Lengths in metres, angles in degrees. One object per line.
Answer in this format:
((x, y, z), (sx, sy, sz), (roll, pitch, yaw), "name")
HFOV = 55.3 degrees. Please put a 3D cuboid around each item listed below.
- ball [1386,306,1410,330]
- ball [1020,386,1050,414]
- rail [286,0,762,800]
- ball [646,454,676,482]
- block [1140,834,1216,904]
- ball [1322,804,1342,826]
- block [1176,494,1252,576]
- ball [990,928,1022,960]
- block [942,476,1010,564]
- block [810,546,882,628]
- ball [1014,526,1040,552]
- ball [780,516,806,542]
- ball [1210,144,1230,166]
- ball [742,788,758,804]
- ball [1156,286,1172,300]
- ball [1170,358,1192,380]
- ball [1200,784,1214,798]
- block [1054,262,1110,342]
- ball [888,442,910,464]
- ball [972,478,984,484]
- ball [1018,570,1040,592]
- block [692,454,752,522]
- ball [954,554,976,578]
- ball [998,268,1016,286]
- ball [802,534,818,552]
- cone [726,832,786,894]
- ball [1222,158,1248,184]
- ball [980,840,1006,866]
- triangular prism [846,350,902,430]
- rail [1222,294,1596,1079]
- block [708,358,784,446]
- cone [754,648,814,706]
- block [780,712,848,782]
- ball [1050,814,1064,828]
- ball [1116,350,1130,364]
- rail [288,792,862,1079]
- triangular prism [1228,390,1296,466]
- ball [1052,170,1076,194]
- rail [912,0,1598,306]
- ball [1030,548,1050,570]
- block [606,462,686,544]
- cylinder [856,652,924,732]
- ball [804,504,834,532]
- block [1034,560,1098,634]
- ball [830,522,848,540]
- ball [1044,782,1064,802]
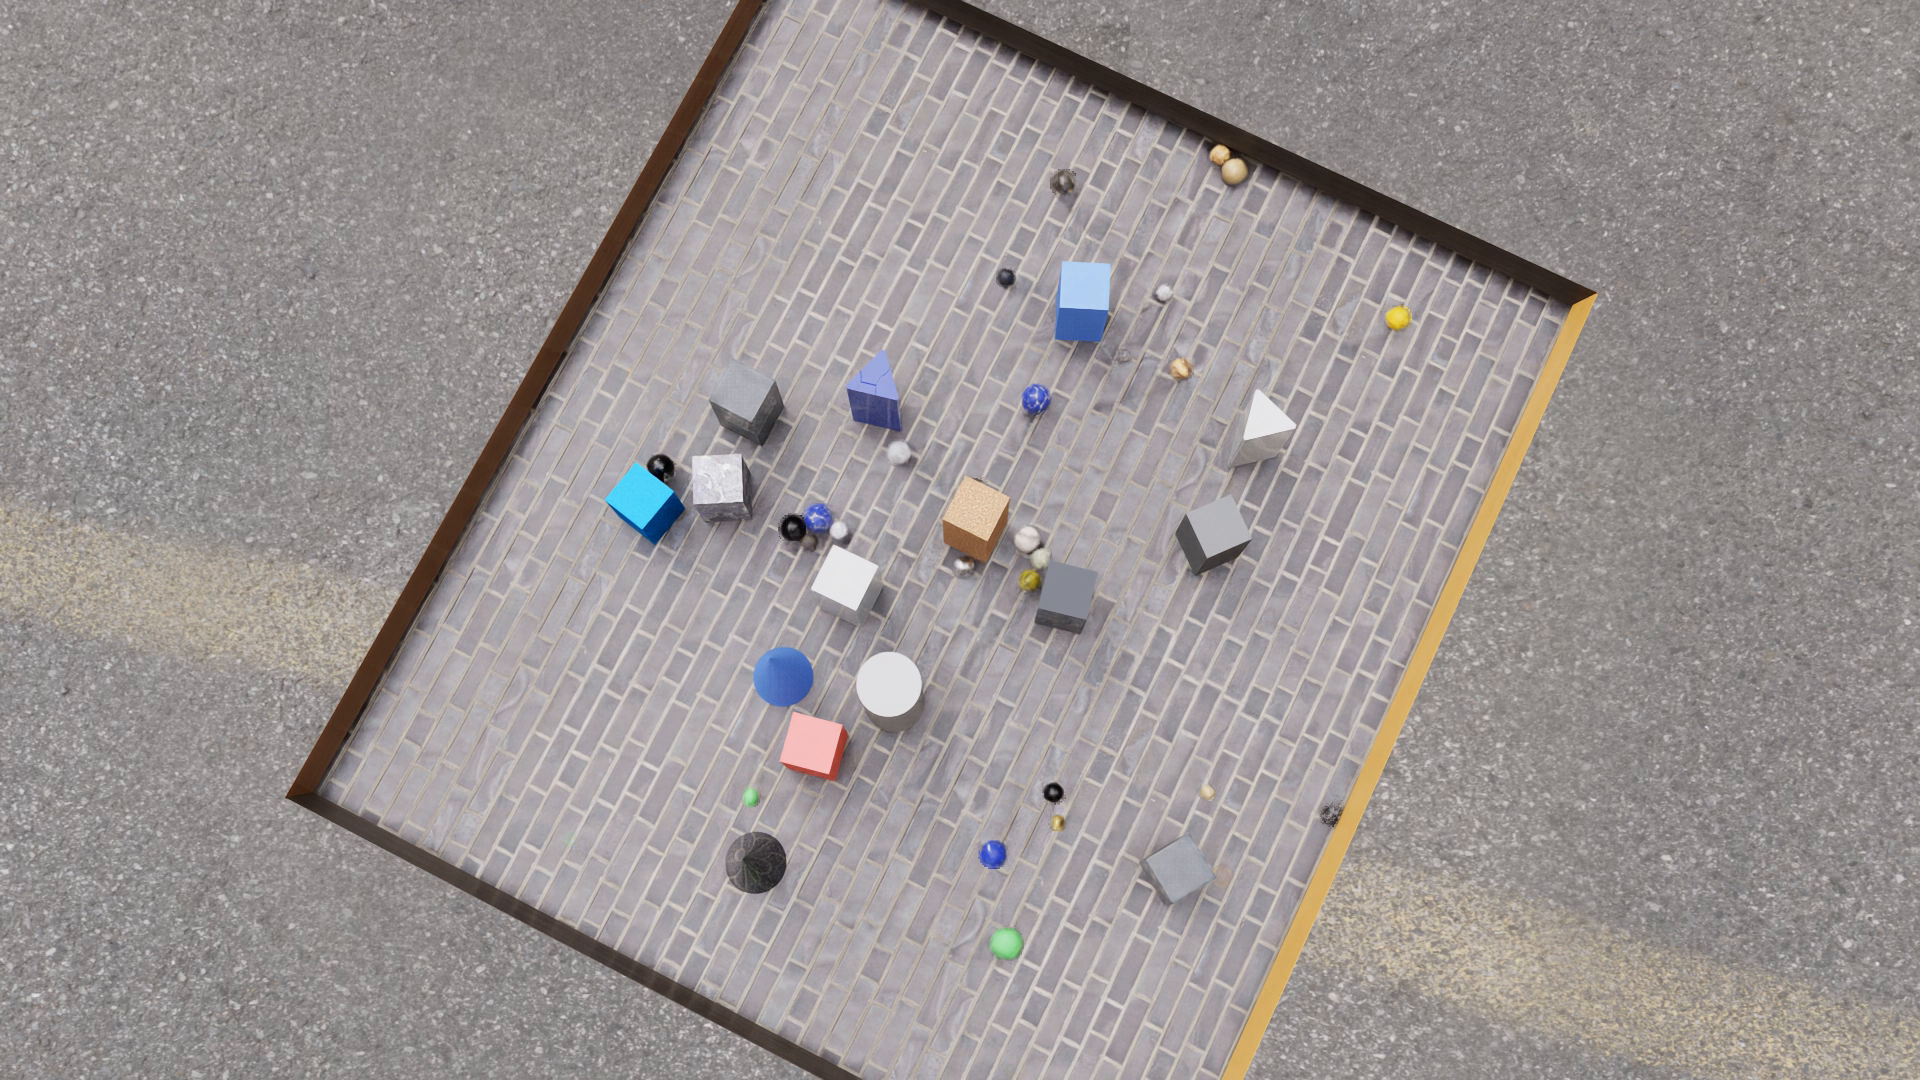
((1.366, -0.692, 5.722), (0.072, 0.072, 0.072), (0, 78, 0), "ball")
((0.233, -0.433, 5.660), (0.090, 0.090, 0.090), (0, 78, 0), "ball")
((-1.245, -0.603, 5.680), (0.045, 0.118, 3.145), (26, 80, 5), "rail")
((-0.918, -0.219, 5.617), (0.087, 0.087, 0.087), (0, 78, 0), "ball")
((0.627, 0.954, 5.305), (0.145, 0.224, 0.145), (-30, 80, -6), "block")
((1.100, 0.812, 5.416), (0.063, 0.063, 0.063), (0, 78, 0), "ball")
((0.755, -0.012, 5.474), (0.145, 0.283, 0.145), (-23, 79, -5), "block")
((0.132, 1.173, 5.327), (0.091, 0.091, 0.091), (0, 78, 0), "ball")
((0.047, -0.058, 5.456), (0.145, 0.337, 0.145), (26, 80, 5), "block")
((-0.331, 0.140, 5.421), (0.145, 0.325, 0.145), (25, 79, 5), "block")
((0.204, -0.001, 5.576), (0.079, 0.079, 0.079), (0, 78, 0), "ball")
((-0.508, -0.035, 5.583), (0.080, 0.080, 0.080), (0, 78, 0), "ball")
((0.827, -1.225, 5.836), (0.065, 0.065, 0.065), (0, 78, 0), "ball")
((-0.620, 0.760, 5.435), (0.047, 0.047, 0.047), (0, 78, 0), "ball")
((0.640, -0.776, 5.753), (0.047, 0.047, 0.047), (0, 78, 0), "ball")
((0.685, -0.531, 5.692), (0.067, 0.067, 0.067), (0, 78, 0), "ball")
((0.734, 0.747, 5.441), (0.041, 0.041, 0.041), (0, 78, 0), "ball")
((0.373, -0.727, 5.610), (0.145, 0.307, 0.145), (3, 78, 1), "block")
((-0.187, -0.268, 5.635), (0.071, 0.071, 0.071), (0, 78, 0), "ball")
((0.046, -0.155, 5.612), (0.071, 0.071, 0.071), (0, 78, 0), "ball")
((0.209, 0.123, 5.557), (0.067, 0.067, 0.067), (0, 78, 0), "ball")
((-0.714, -0.154, 5.520), (0.145, 0.251, 0.145), (-3, 78, -1), "block")
((0.014, 0.080, 5.564), (0.070, 0.070, 0.070), (0, 78, 0), "ball")
((0.146, -0.826, 5.758), (0.056, 0.056, 0.056), (0, 78, 0), "ball")
((-0.457, 0.009, 5.588), (0.053, 0.053, 0.053), (0, 78, 0), "ball")
((-0.604, 0.920, 5.254), (0.182, 0.337, 0.182), (0, 78, 0), "cone")
((0.873, -1.170, 5.816), (0.082, 0.082, 0.082), (0, 78, 0), "ball")
((0.099, 0.921, 5.387), (0.077, 0.077, 0.077), (0, 78, 0), "ball")
((-0.240, -0.457, 5.531), (0.157, 0.353, 0.136), (14, 79, 3), "triangular prism")
((1.245, 0.616, 5.428), (0.045, 0.118, 3.145), (26, 80, 5), "rail")
((-0.644, -0.414, 5.556), (0.145, 0.286, 0.145), (27, 80, 5), "block")
((-0.533, 0.372, 5.332), (0.182, 0.406, 0.182), (0, 78, 0), "cone")
((-0.424, 0.606, 5.350), (0.145, 0.276, 0.145), (14, 79, 3), "block")
((0.290, 0.833, 5.423), (0.042, 0.042, 0.042), (0, 78, 0), "ball")
((0.509, -0.570, 5.713), (0.041, 0.041, 0.041), (0, 78, 0), "ball")
((-0.693, 1.363, 5.273), (2.831, 0.118, 0.045), (26, 80, 5), "rail")
((0.887, -0.343, 5.516), (0.157, 0.334, 0.136), (-14, 79, -3), "triangular prism")
((0.330, -1.134, 5.812), (0.075, 0.075, 0.075), (0, 78, 0), "ball")
((0.693, -1.350, 5.834), (2.831, 0.118, 0.045), (26, 80, 5), "rail")
((0.244, 0.058, 5.572), (0.063, 0.063, 0.063), (0, 78, 0), "ball")
((-0.946, -0.108, 5.519), (0.145, 0.233, 0.145), (37, 81, 7), "block")
((-0.198, 0.444, 5.306), (0.182, 0.429, 0.182), (0, 78, 0), "cylinder")
((-0.430, -0.066, 5.585), (0.088, 0.088, 0.088), (0, 78, 0), "ball")
((0.312, 0.172, 5.439), (0.145, 0.278, 0.145), (14, 79, 3), "block")
((-0.369, -0.028, 5.593), (0.057, 0.057, 0.057), (0, 78, 0), "ball")
((0.277, 0.749, 5.431), (0.060, 0.060, 0.060), (0, 78, 0), "ball")
